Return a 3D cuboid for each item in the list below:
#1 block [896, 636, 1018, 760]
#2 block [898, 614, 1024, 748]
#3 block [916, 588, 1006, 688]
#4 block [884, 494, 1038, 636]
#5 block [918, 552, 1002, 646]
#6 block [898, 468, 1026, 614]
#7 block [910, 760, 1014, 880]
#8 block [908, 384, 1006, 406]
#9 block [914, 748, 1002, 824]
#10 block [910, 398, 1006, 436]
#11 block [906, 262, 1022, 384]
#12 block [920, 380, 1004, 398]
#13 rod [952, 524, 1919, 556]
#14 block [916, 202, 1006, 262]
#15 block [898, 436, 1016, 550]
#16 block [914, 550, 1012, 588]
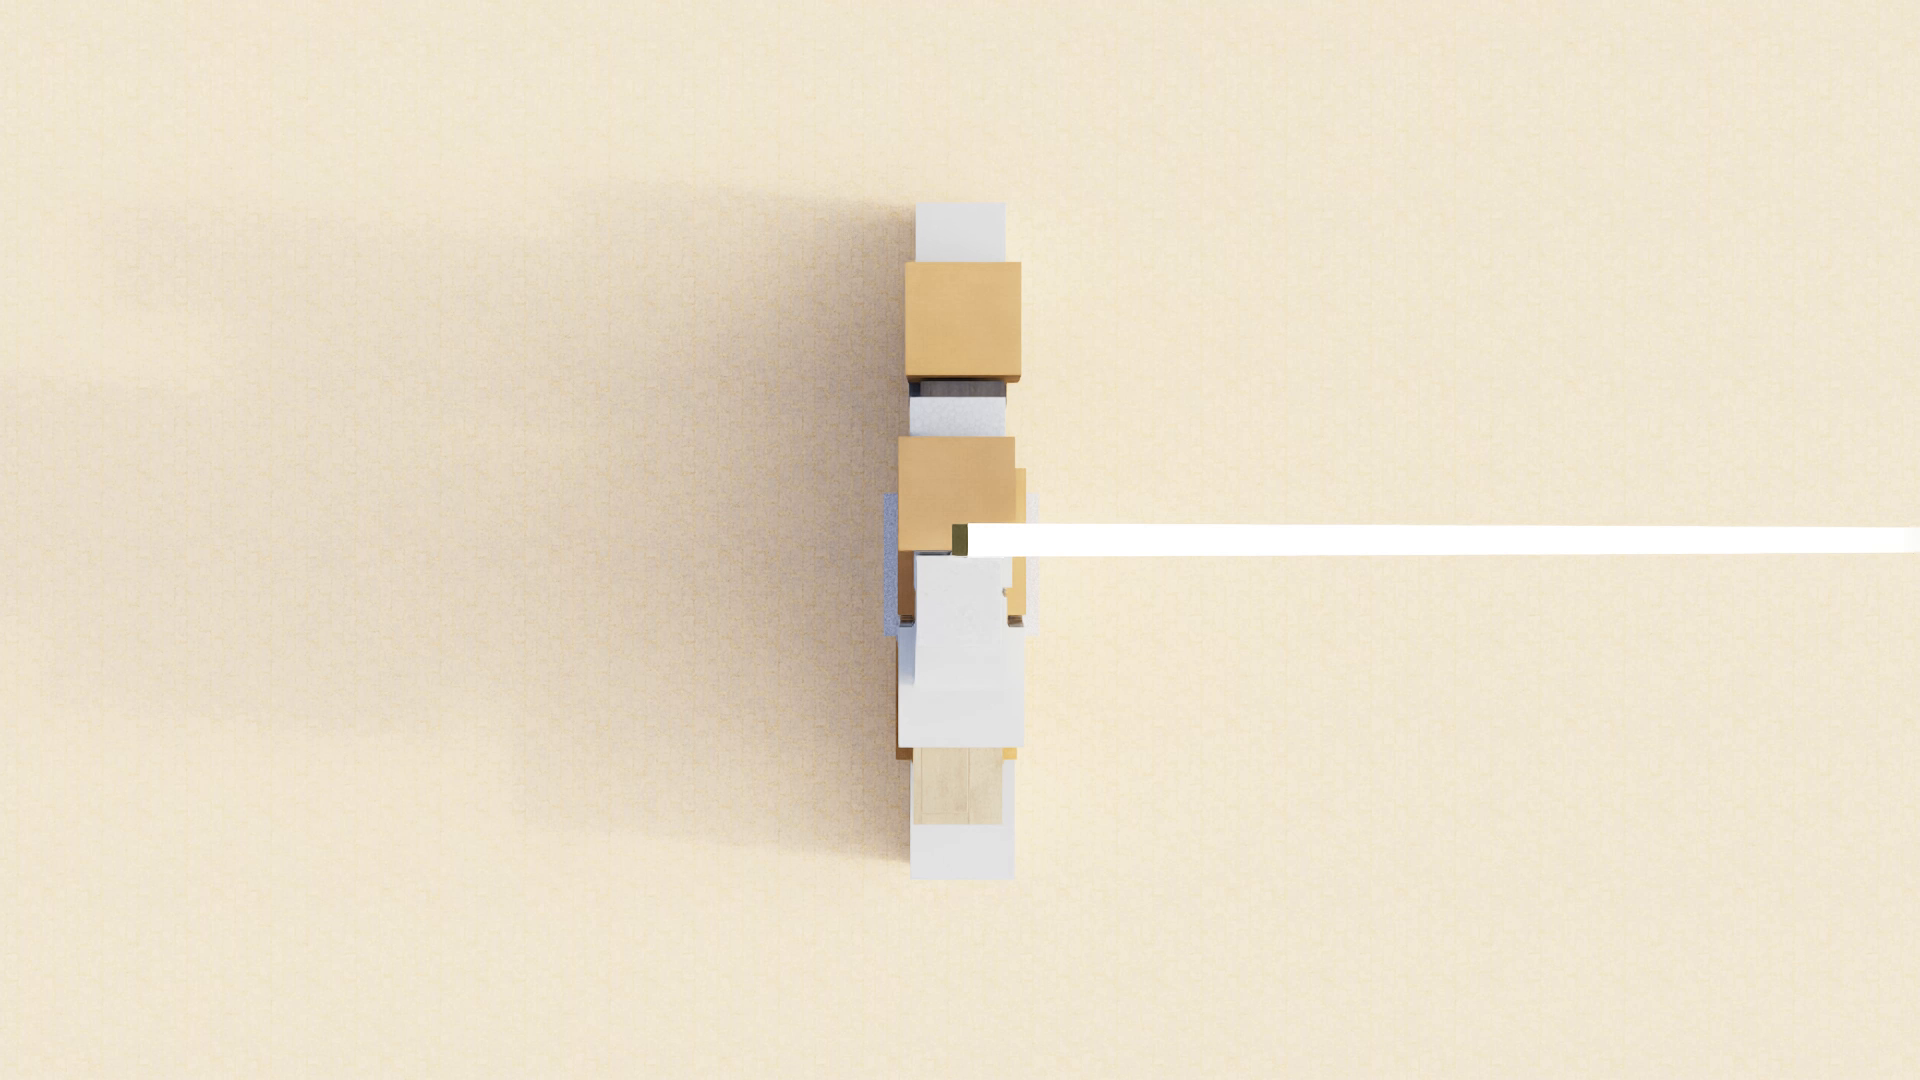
[{"bbox_3d":[-0.020,0.878,12.589,0.672,0.823,0.677,0,90,0],"label":"block"},{"bbox_3d":[0.008,0.740,11.781,0.654,0.677,0.630,0,95,0],"label":"block"},{"bbox_3d":[0.006,0.496,11.209,0.458,0.424,0.460,0,95,0],"label":"block"},{"bbox_3d":[0.007,0.137,12.552,0.855,0.897,0.787,0,90,0],"label":"block"},{"bbox_3d":[-0.003,0.283,10.716,0.402,0.499,0.431,0,92,0],"label":"block"},{"bbox_3d":[0.009,0.008,11.758,0.669,0.690,0.762,0,90,0],"label":"block"},{"bbox_3d":[0.015,1.571,12.704,0.590,0.592,0.689,0,90,0],"label":"block"},{"bbox_3d":[-0.012,-1.026,12.708,0.554,0.583,0.539,0,90,0],"label":"block"},{"bbox_3d":[-0.011,1.278,11.944,0.474,0.472,0.454,0,93,0],"label":"block"},{"bbox_3d":[-0.012,-0.478,11.191,0.477,0.448,0.460,0,89,0],"label":"block"},{"bbox_3d":[0.019,-1.190,12.110,0.623,0.614,0.607,0,90,0],"label":"block"},{"bbox_3d":[0.014,-0.625,12.201,0.456,0.437,0.493,0,91,0],"label":"block"},{"bbox_3d":[2.234,0.000,6.753,5.200,0.080,0.080,0,90,-31],"label":"rod"},{"bbox_3d":[0.004,-1.611,12.743,0.511,0.513,0.610,0,90,0],"label":"block"},{"bbox_3d":[-0.015,-0.220,10.667,0.551,0.593,0.537,0,90,0],"label":"block"},{"bbox_3d":[0.015,0.000,11.188,0.490,0.450,0.470,0,90,0],"label":"block"}]
